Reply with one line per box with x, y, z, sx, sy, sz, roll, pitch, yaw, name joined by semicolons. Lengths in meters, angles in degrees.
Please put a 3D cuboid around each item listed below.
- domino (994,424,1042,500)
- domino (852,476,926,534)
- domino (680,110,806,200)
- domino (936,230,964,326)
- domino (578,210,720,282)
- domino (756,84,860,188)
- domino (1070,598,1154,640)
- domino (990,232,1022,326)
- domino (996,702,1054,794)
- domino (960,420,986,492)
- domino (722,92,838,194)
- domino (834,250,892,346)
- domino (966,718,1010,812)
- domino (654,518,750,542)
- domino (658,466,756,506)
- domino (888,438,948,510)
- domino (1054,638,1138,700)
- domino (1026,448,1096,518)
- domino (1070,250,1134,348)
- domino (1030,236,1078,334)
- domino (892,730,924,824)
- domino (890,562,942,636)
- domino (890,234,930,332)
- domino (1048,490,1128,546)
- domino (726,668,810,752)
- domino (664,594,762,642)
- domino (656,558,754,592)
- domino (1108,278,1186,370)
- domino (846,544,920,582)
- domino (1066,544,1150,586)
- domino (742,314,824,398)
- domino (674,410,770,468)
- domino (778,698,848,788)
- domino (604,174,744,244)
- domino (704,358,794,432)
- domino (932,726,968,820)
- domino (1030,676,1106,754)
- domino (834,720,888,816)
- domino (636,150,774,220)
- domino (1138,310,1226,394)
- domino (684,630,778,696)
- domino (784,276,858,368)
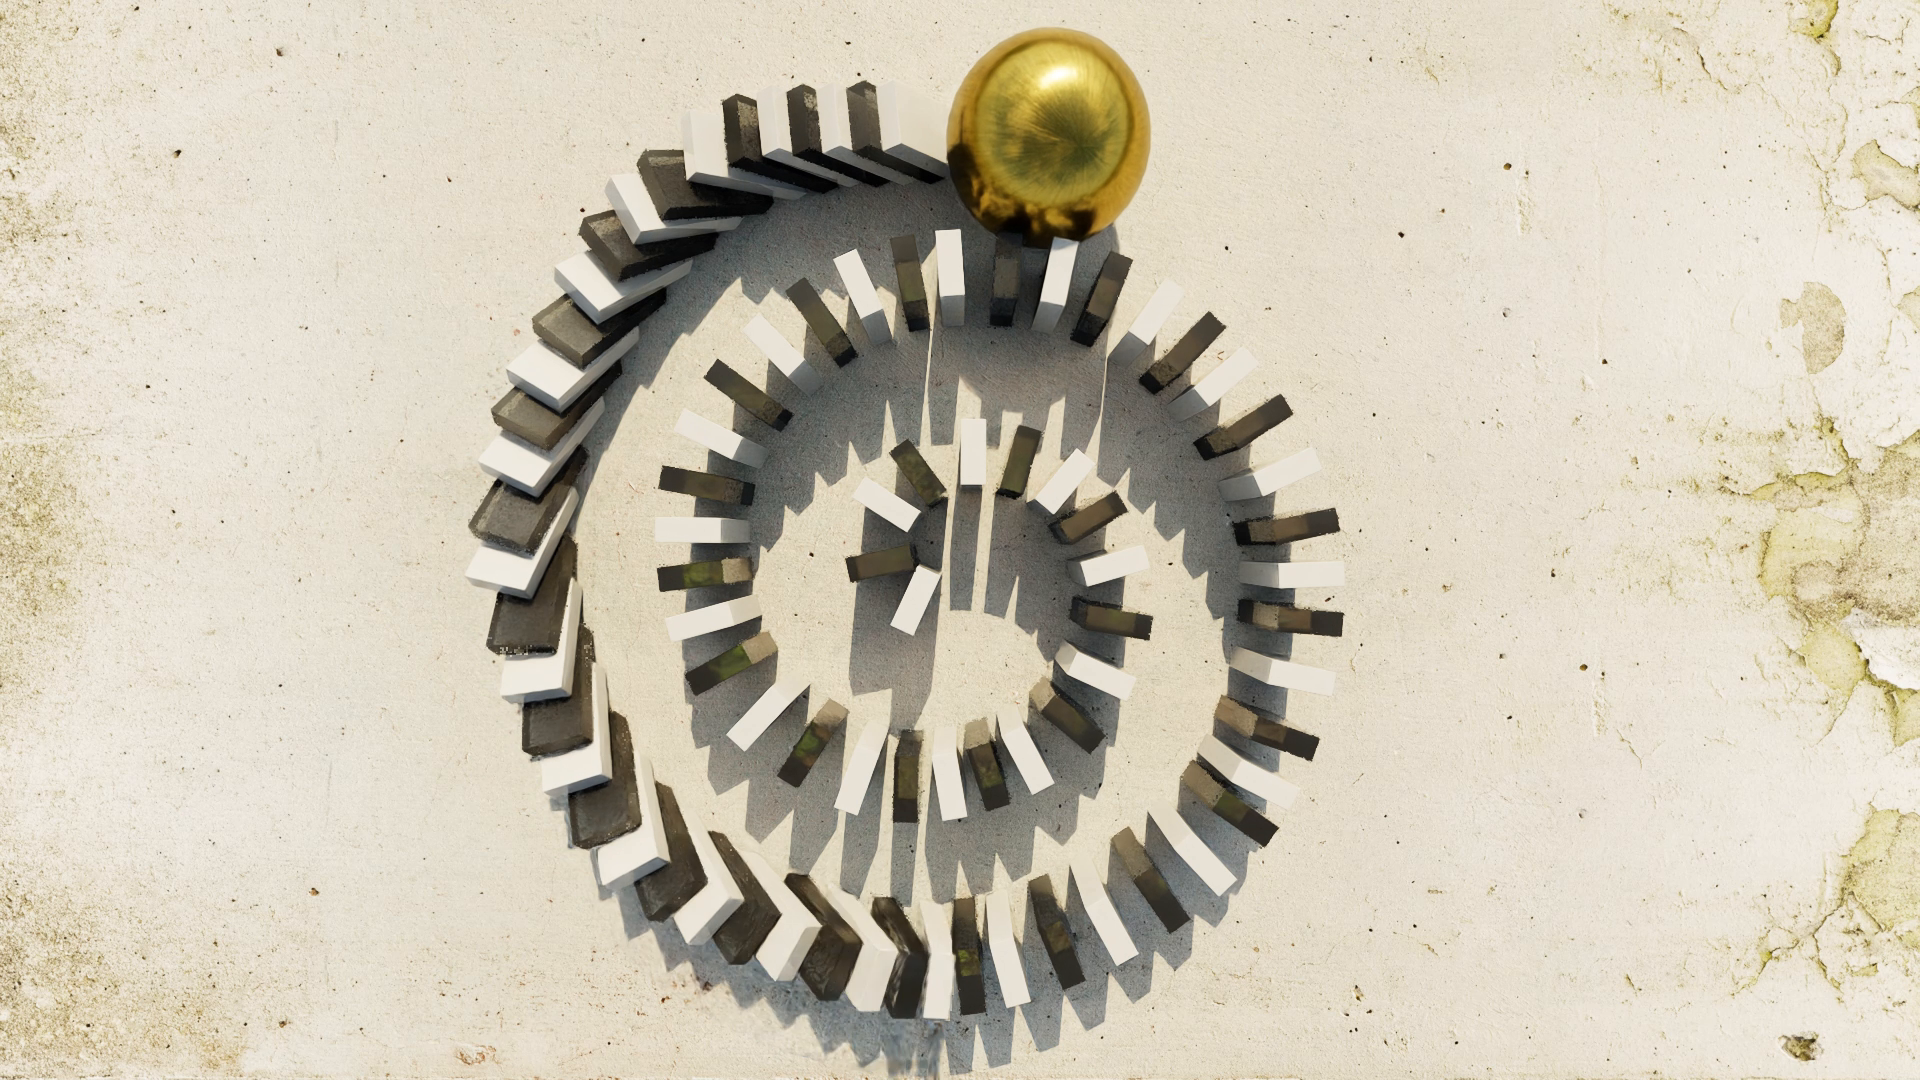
0.023;-0.031;0.375;0.010;0.050;0.025;17;90;0;domino
-0.028;-0.014;0.375;0.025;0.050;0.009;32;90;0;domino
-0.089;-0.159;0.380;0.050;0.009;0.025;-6;90;-40;domino
-0.004;-0.106;0.375;0.009;0.050;0.025;-4;90;0;domino
-0.128;-0.127;0.380;0.025;0.009;0.050;51;48;0;domino
-0.060;-0.165;0.377;0.010;0.050;0.025;-6;90;36;domino
0.061;0.032;0.375;0.025;0.050;0.009;10;90;0;domino
0.018;-0.105;0.375;0.010;0.050;0.025;4;91;0;domino
0.026;0.084;0.375;0.010;0.050;0.025;-28;90;0;domino
0.005;-0.034;0.375;0.009;0.050;0.025;0;90;0;domino
-0.073;-0.162;0.378;0.010;0.050;0.025;-6;90;39;domino
-0.039;-0.098;0.375;0.010;0.050;0.025;-25;90;0;domino
0.011;0.091;0.375;0.010;0.050;0.025;-18;90;0;domino
-0.104;-0.004;0.375;0.025;0.050;0.010;1;90;0;domino
-0.102;-0.022;0.375;0.025;0.050;0.010;10;90;0;domino
-0.016;-0.026;0.375;0.009;0.050;0.025;-36;90;0;domino
0.054;0.052;0.375;0.025;0.050;0.010;25;90;0;domino
0.040;-0.022;0.375;0.010;0.050;0.025;40;90;0;domino
0.057;-0.097;0.375;0.009;0.050;0.025;22;90;0;domino
0.038;-0.103;0.375;0.010;0.050;0.025;12;90;0;domino
-0.021;0.095;0.375;0.010;0.050;0.025;2;90;0;domino
-0.017;0.023;0.375;0.009;0.050;0.025;25;90;0;domino
-0.020;-0.104;0.375;0.009;0.050;0.025;-11;90;0;domino
0.051;-0.009;0.375;0.025;0.050;0.010;-31;90;0;domino
-0.077;0.068;0.375;0.009;0.050;0.025;43;90;0;domino
-0.100;0.031;0.375;0.025;0.050;0.009;-15;90;0;domino
-0.103;0.014;0.375;0.025;0.050;0.009;-7;90;0;domino
0.075;-0.087;0.375;0.010;0.050;0.025;35;90;0;domino
-0.031;0.009;0.375;0.025;0.050;0.010;-12;90;0;domino
0.059;0.010;0.375;0.025;0.050;0.009;-16;90;0;domino
-0.071;-0.074;0.375;0.010;0.050;0.025;-45;90;0;domino
-0.096;-0.041;0.375;0.025;0.050;0.010;26;90;0;domino
-0.059;0.082;0.375;0.009;0.050;0.025;32;90;0;domino
-0.117;-0.139;0.380;0.050;0.010;0.025;-28;89;-42;domino
-0.085;-0.058;0.375;0.025;0.050;0.009;37;90;0;domino
-0.004;0.094;0.375;0.010;0.050;0.025;-10;90;0;domino
0.043;0.070;0.375;0.025;0.050;0.010;40;90;0;domino
-0.040;0.092;0.375;0.010;0.050;0.025;20;90;0;domino
-0.105;-0.148;0.380;0.050;0.010;0.025;-23;89;-41;domino
0.090;-0.075;0.375;0.010;0.050;0.025;44;90;0;domino
-0.092;0.050;0.375;0.025;0.050;0.009;-29;90;0;domino
-0.056;-0.088;0.375;0.009;0.050;0.025;-36;90;0;domino
